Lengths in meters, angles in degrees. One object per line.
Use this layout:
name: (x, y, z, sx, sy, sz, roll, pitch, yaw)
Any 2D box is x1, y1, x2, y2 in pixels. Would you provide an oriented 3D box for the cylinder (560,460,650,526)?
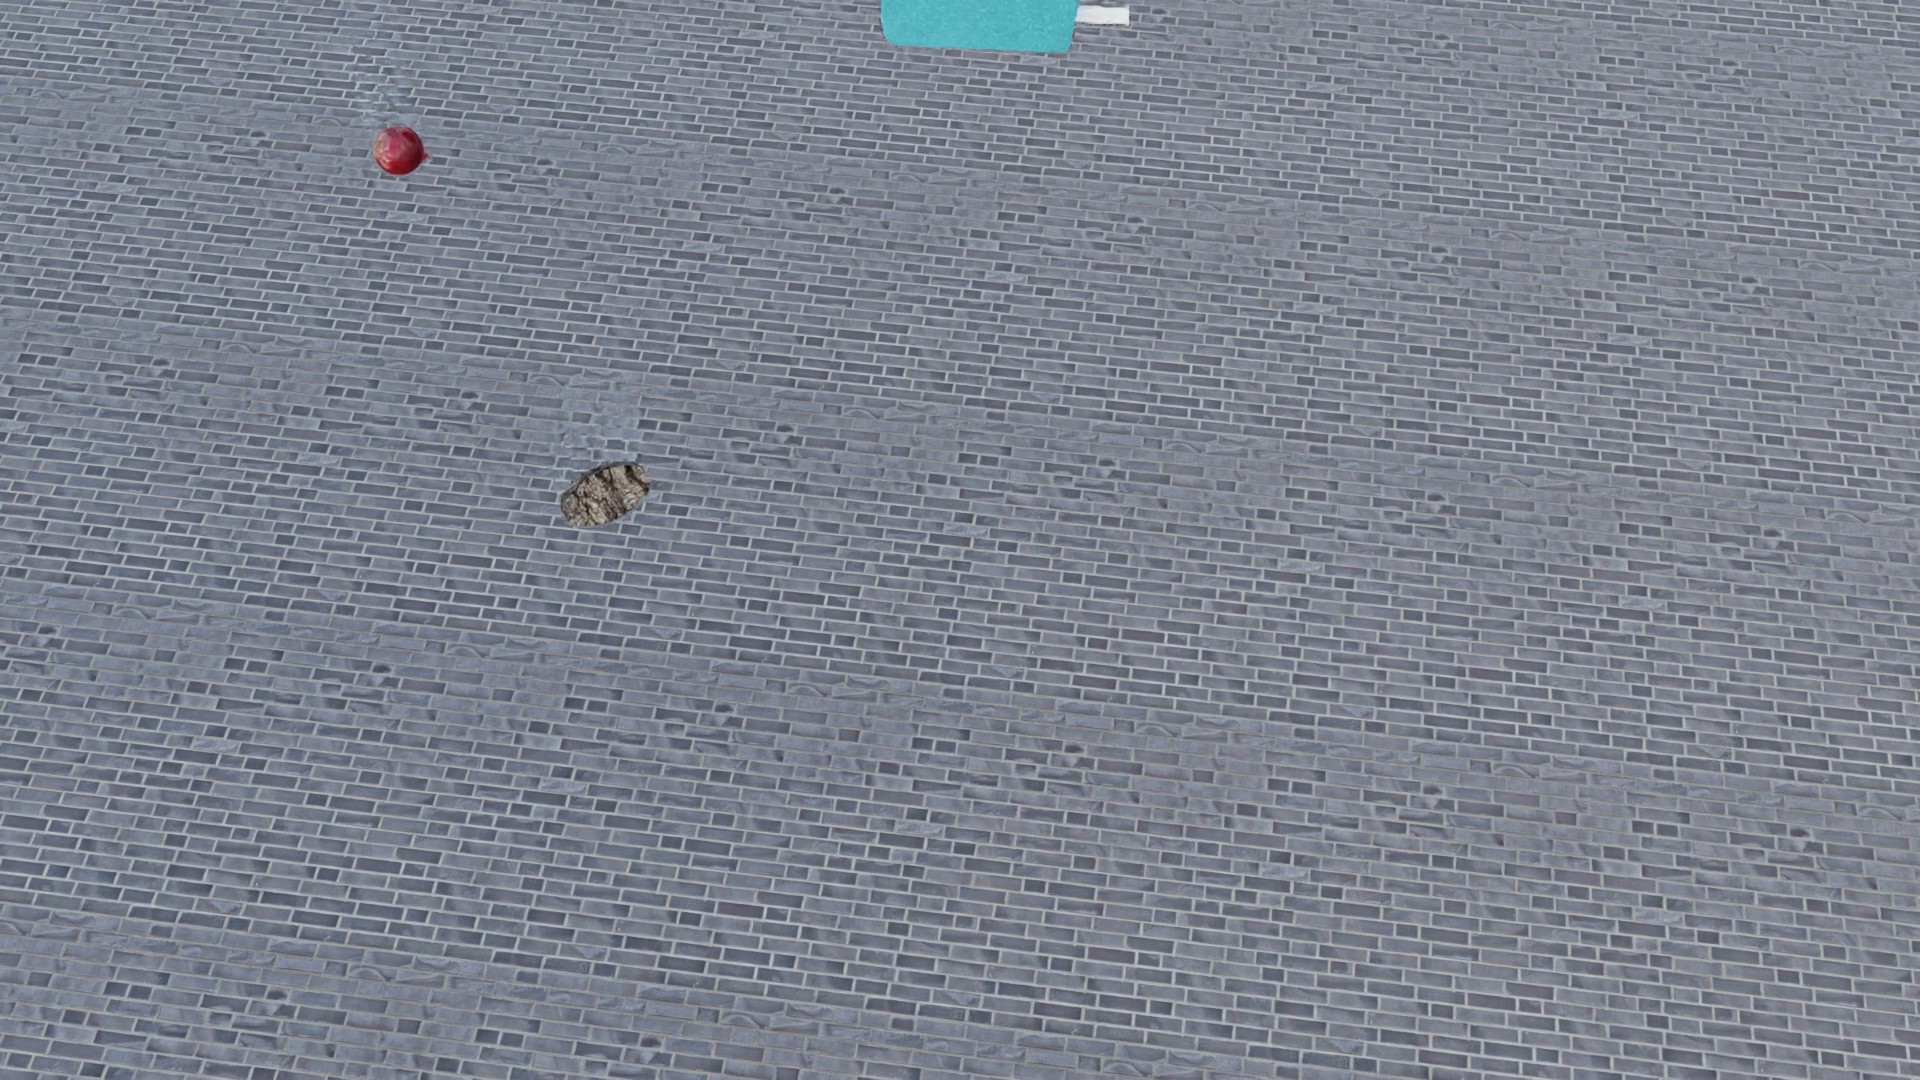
cylinder: (-0.536, -0.071, 3.324, 0.139, 0.076, 0.052, -27, 17, -9)
